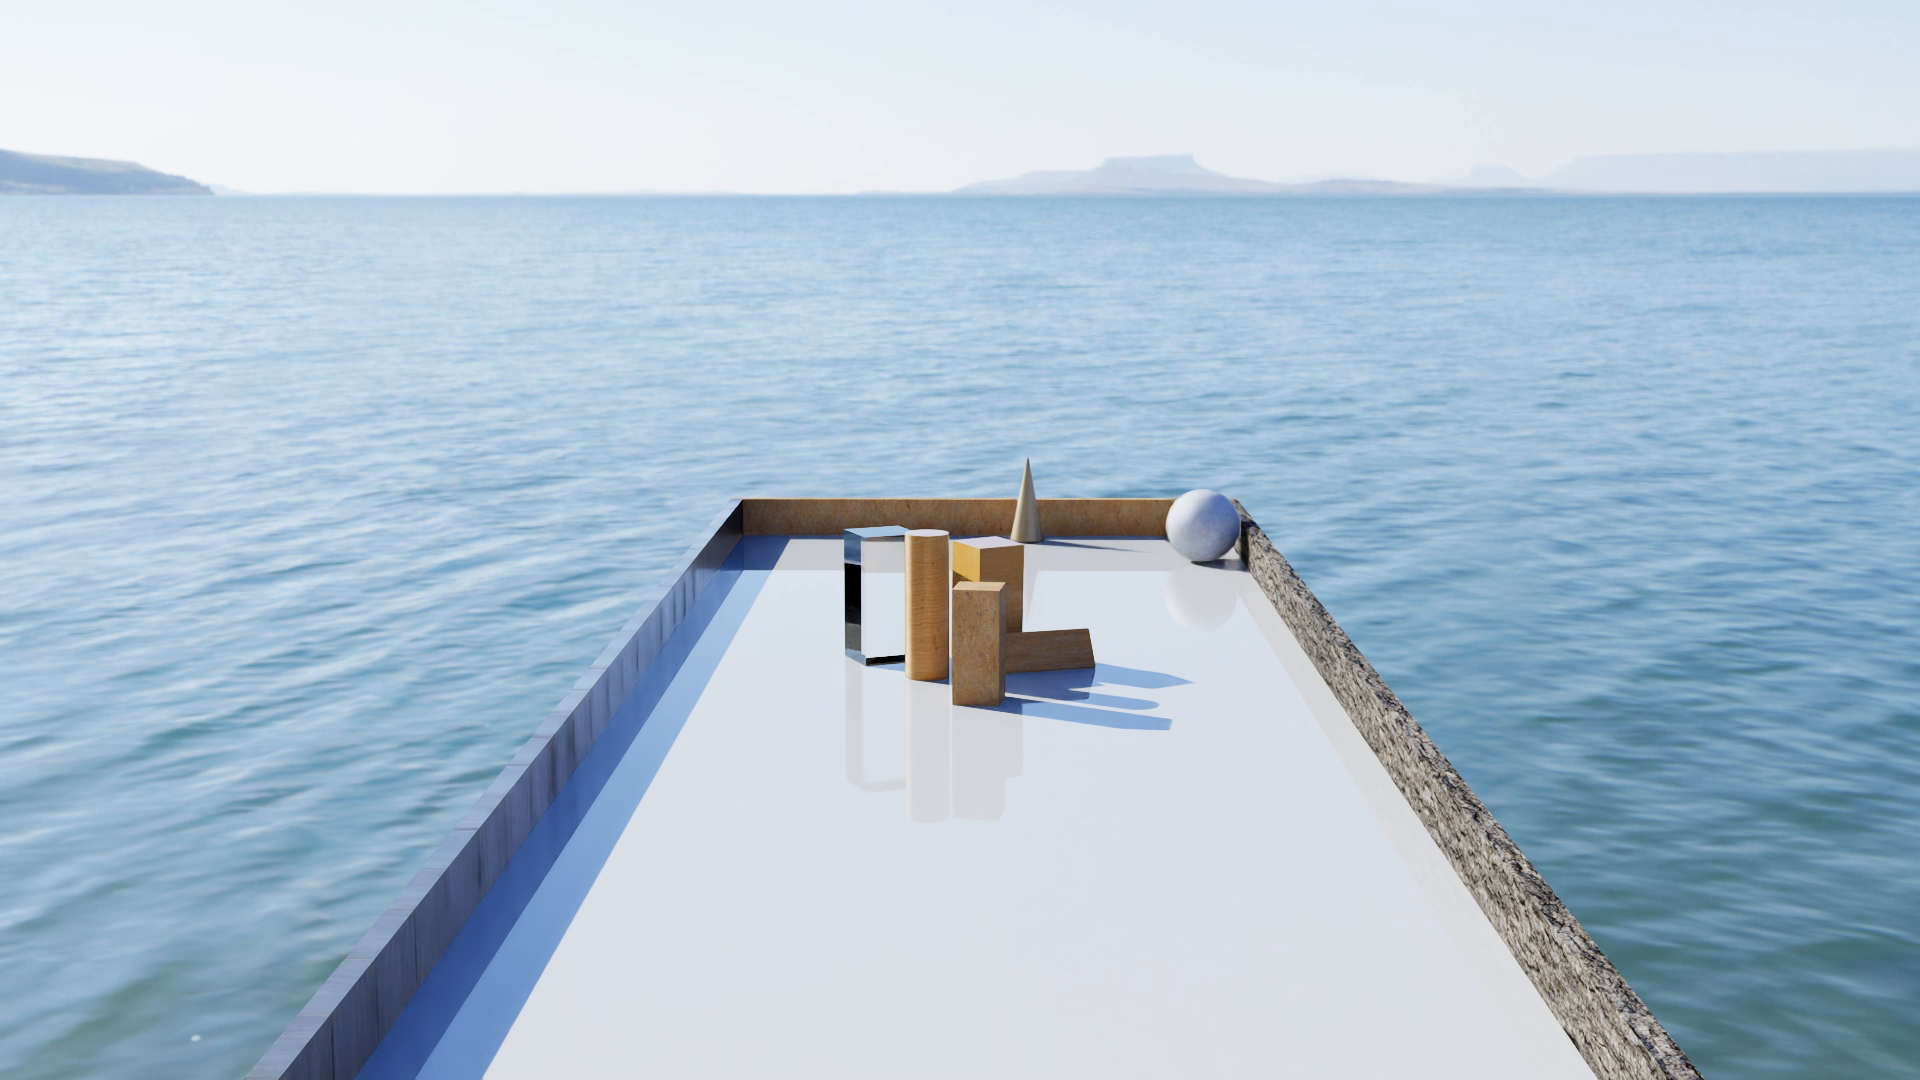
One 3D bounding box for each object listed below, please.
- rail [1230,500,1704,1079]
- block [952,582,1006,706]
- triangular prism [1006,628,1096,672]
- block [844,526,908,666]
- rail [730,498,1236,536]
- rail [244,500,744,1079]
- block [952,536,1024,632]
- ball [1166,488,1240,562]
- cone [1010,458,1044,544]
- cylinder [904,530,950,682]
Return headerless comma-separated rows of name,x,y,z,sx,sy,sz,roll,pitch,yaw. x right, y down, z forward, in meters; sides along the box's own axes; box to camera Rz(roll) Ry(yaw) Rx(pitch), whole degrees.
rail,1.046,0.843,3.208,0.050,0.150,12.000,0,9,1
block,0.053,0.289,6.142,0.131,0.326,0.131,1,9,9
triangular prism,0.221,0.326,6.589,0.349,0.107,0.124,-3,9,-17
block,-0.237,0.168,6.694,0.179,0.393,0.179,-4,10,-23
rail,0.099,-0.098,9.147,2.100,0.150,0.050,0,9,1
rail,-1.004,0.839,3.234,0.050,0.150,12.000,0,9,1
block,0.083,0.184,6.688,0.157,0.359,0.157,-5,12,-31
ball,0.934,-0.056,8.467,0.281,0.281,0.281,0,9,0
cone,0.274,-0.173,8.955,0.138,0.357,0.138,0,9,0
cylinder,-0.096,0.190,6.442,0.130,0.428,0.130,0,9,0
